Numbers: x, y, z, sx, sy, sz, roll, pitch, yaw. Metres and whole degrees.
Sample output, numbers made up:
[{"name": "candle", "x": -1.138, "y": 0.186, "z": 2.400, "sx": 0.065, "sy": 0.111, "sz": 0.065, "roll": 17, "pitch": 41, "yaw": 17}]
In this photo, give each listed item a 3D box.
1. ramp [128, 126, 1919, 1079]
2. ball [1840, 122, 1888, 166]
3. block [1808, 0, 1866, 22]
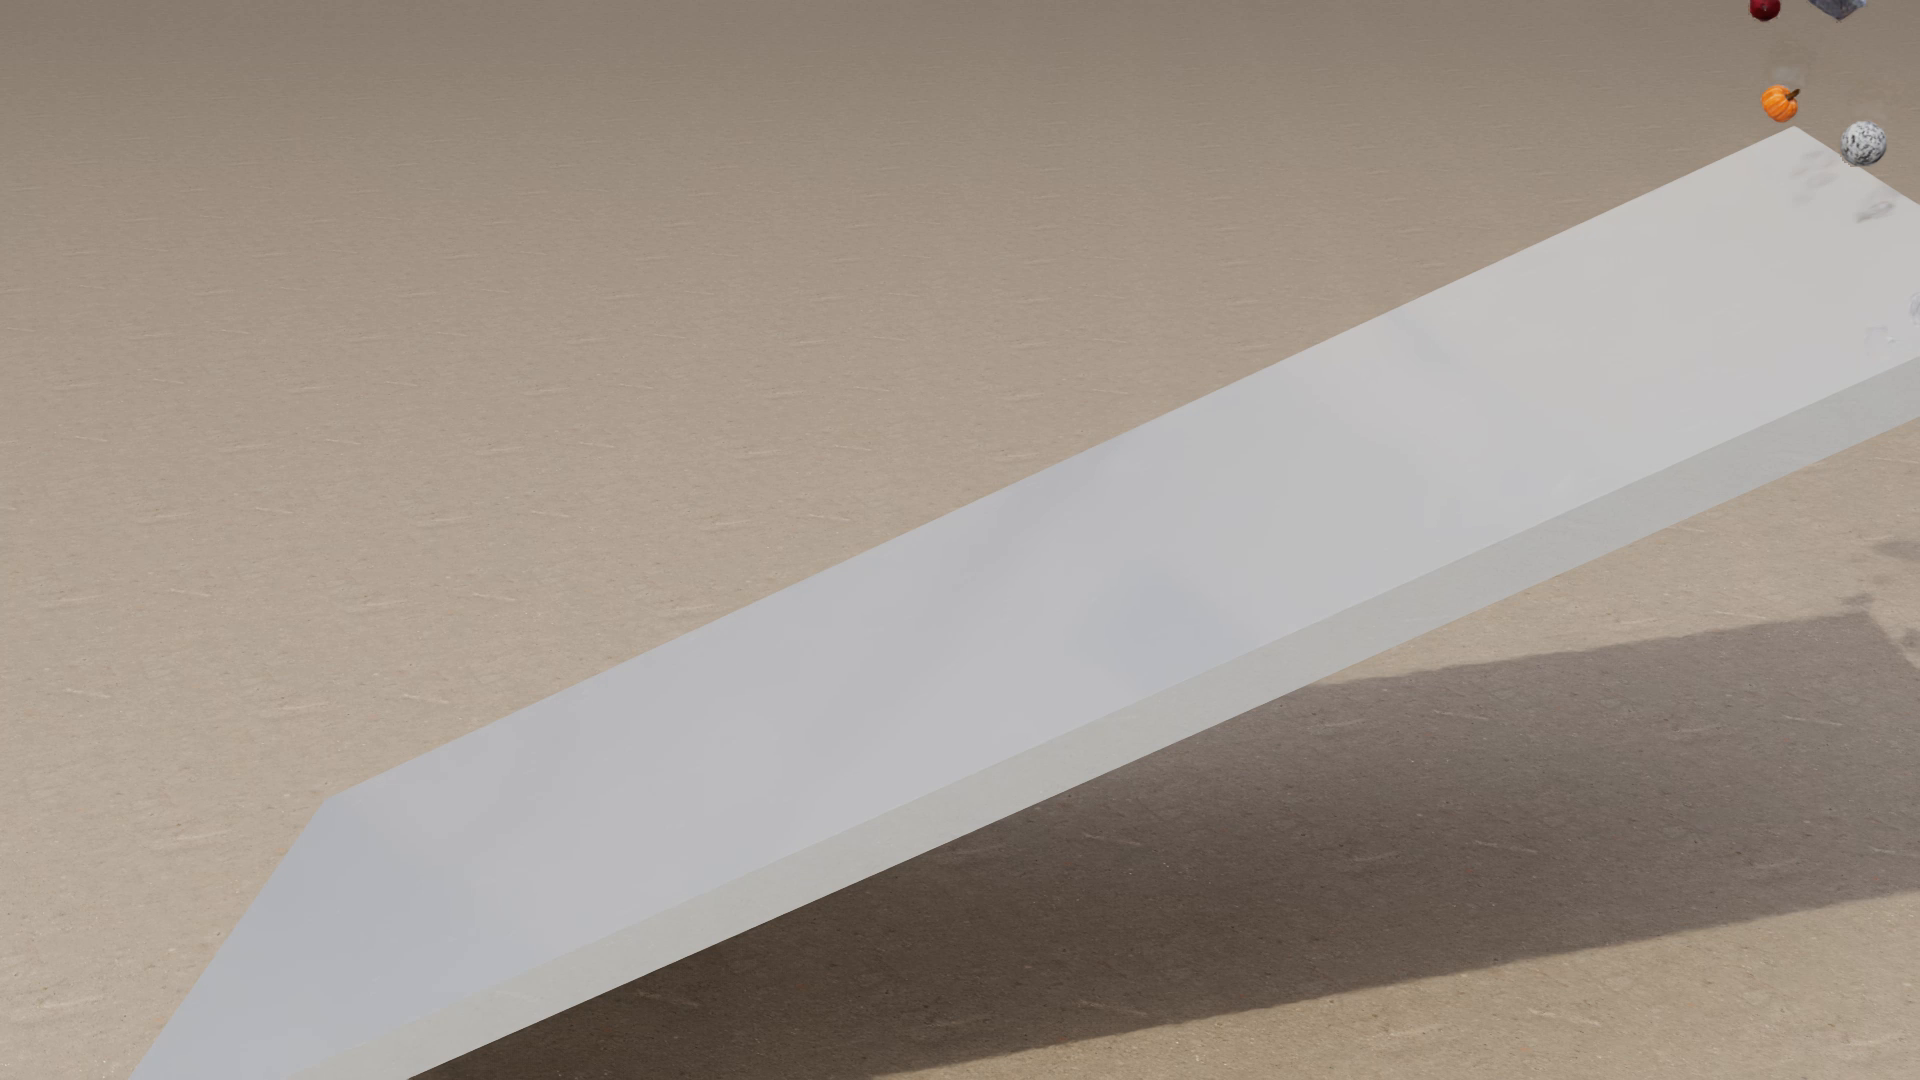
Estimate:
[{"name": "ramp", "x": 0.137, "y": 0.168, "z": 6.281, "sx": 4.000, "sy": 0.100, "sz": 2.000, "roll": -25, "pitch": 13, "yaw": 9}, {"name": "ball", "x": 1.759, "y": -0.771, "z": 5.726, "sx": 0.088, "sy": 0.088, "sz": 0.088, "roll": 0, "pitch": 16, "yaw": 0}, {"name": "block", "x": 1.774, "y": -1.113, "z": 5.921, "sx": 0.082, "sy": 0.082, "sz": 0.082, "roll": 30, "pitch": -25, "yaw": -12}]
